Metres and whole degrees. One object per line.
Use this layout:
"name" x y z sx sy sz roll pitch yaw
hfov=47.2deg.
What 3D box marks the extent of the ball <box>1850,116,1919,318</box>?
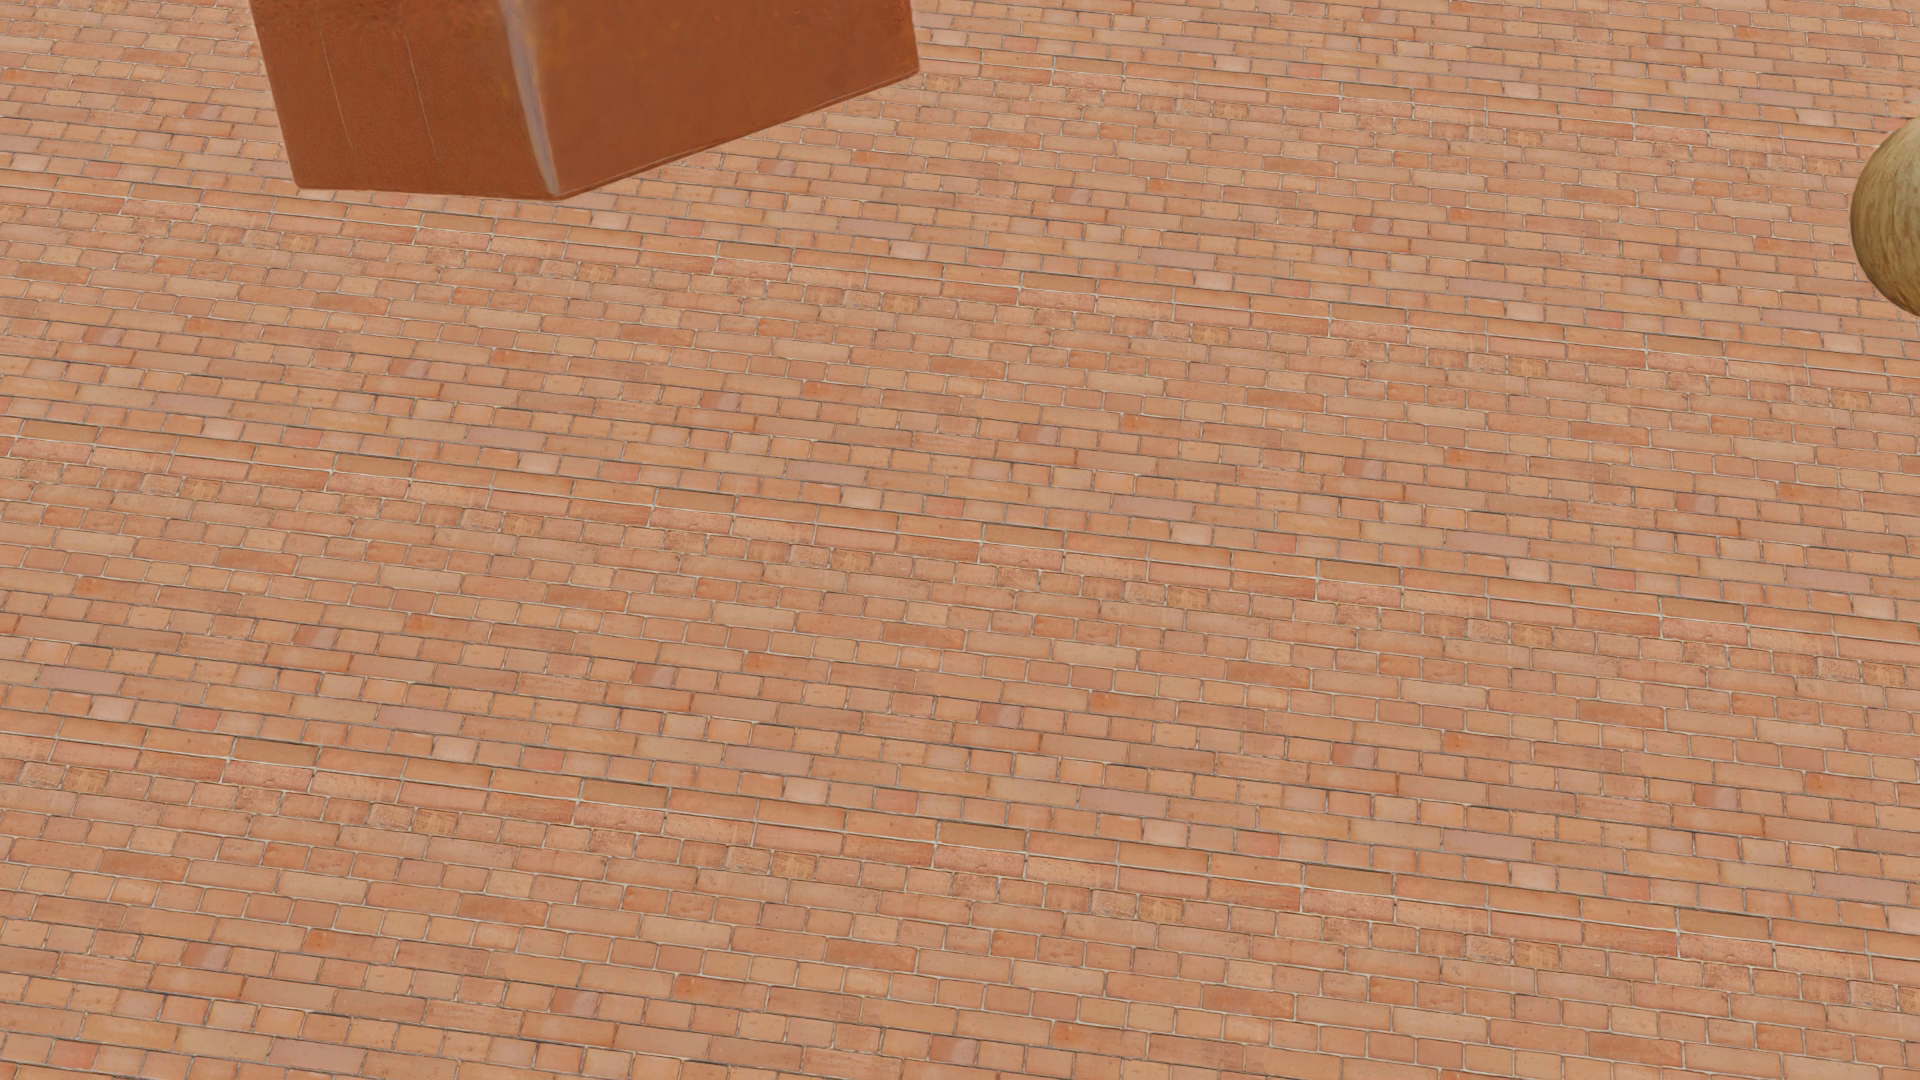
"ball" 1.102 -0.356 2.401 0.242 0.242 0.242 0 56 0
